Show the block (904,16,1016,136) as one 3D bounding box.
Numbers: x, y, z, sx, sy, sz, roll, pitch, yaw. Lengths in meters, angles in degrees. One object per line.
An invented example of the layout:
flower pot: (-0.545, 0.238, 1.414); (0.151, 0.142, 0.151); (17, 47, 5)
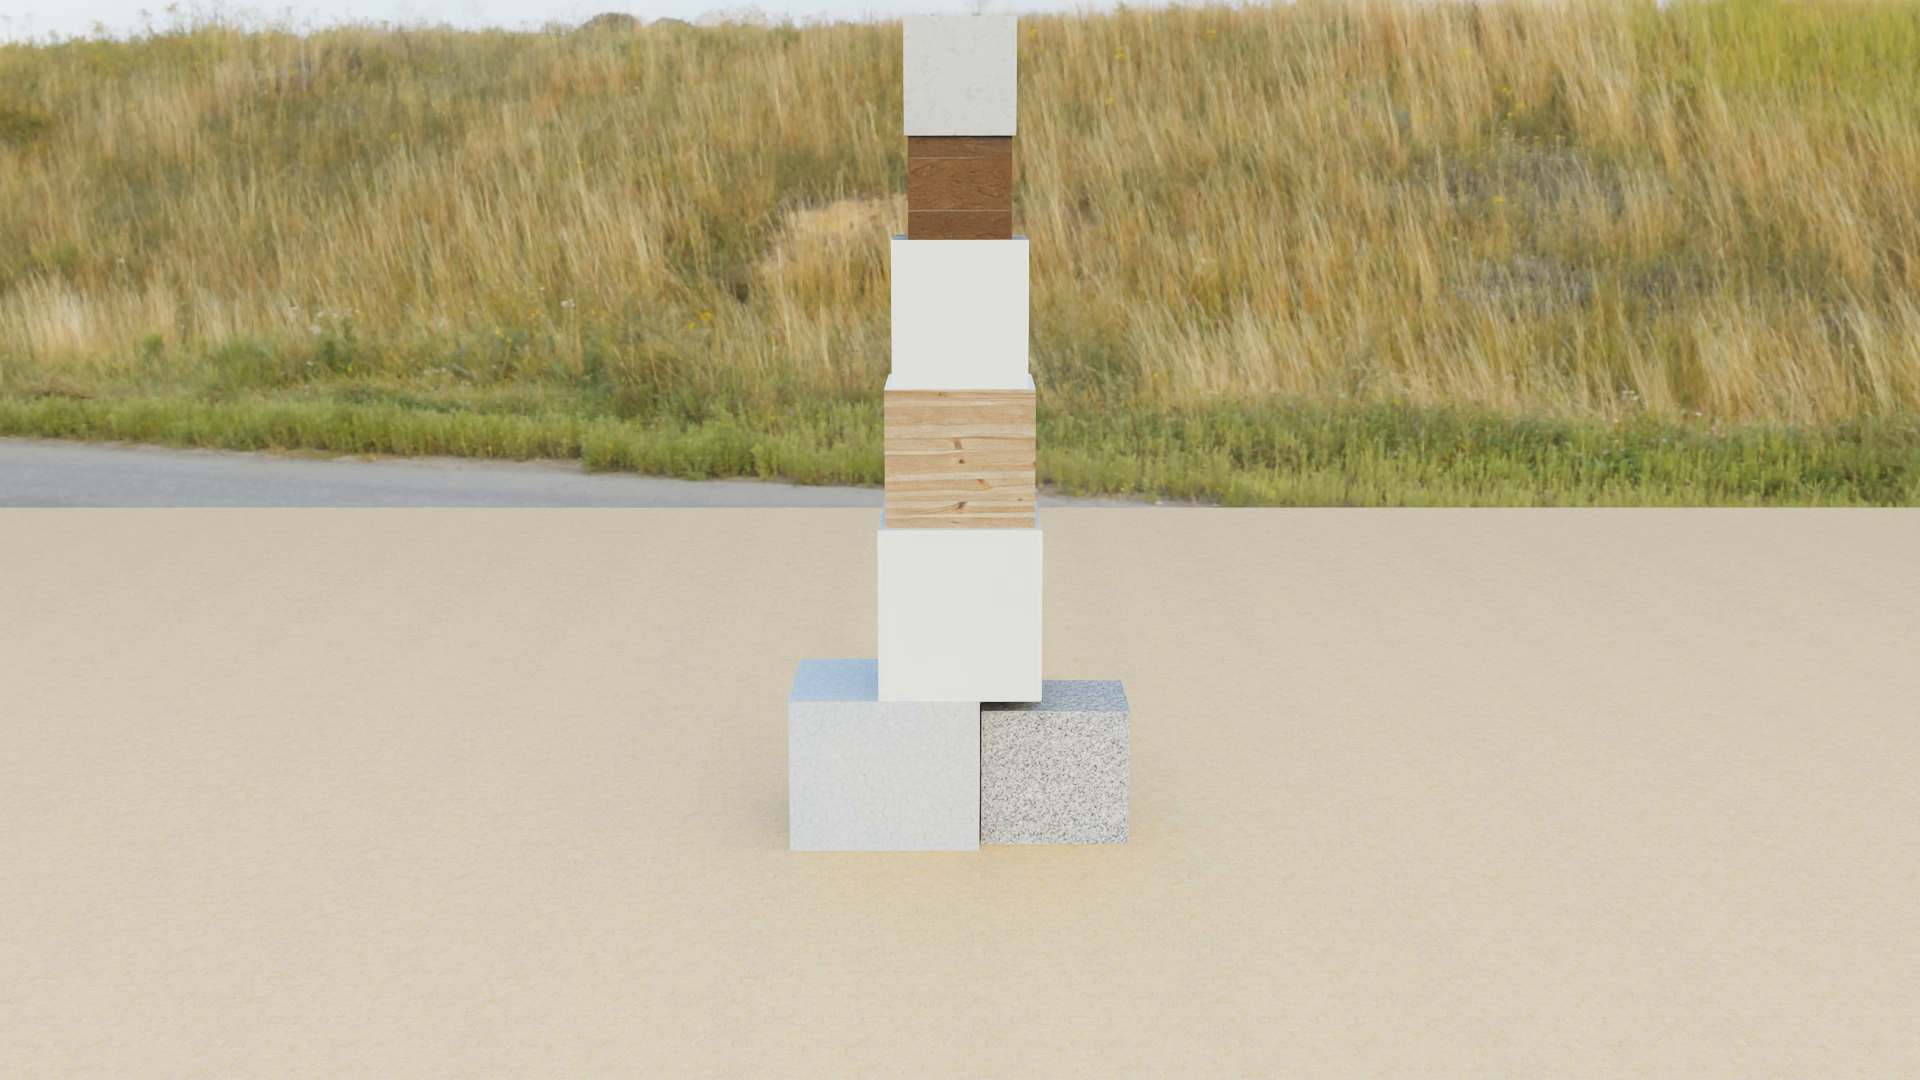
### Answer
block: (0.000, -2.262, 10.759); (0.537, 0.557, 0.605); (0, 10, 0)

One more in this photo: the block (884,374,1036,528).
block: (0.000, -0.459, 11.089); (0.736, 0.682, 0.724); (0, 10, 0)

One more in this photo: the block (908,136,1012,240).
block: (0.000, -1.744, 10.854); (0.503, 0.496, 0.512); (0, 10, 0)

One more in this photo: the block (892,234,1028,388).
block: (0.000, -1.150, 10.976); (0.663, 0.717, 0.662); (0, 10, 0)

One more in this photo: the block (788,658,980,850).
block: (-0.377, 1.096, 11.392); (0.947, 0.768, 0.916); (0, 10, 0)

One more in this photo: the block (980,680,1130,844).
block: (0.479, 1.139, 11.368); (0.744, 0.692, 0.645); (0, 10, 0)

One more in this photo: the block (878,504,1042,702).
block: (0.000, 0.298, 11.232); (0.806, 0.859, 0.872); (0, 10, 0)
